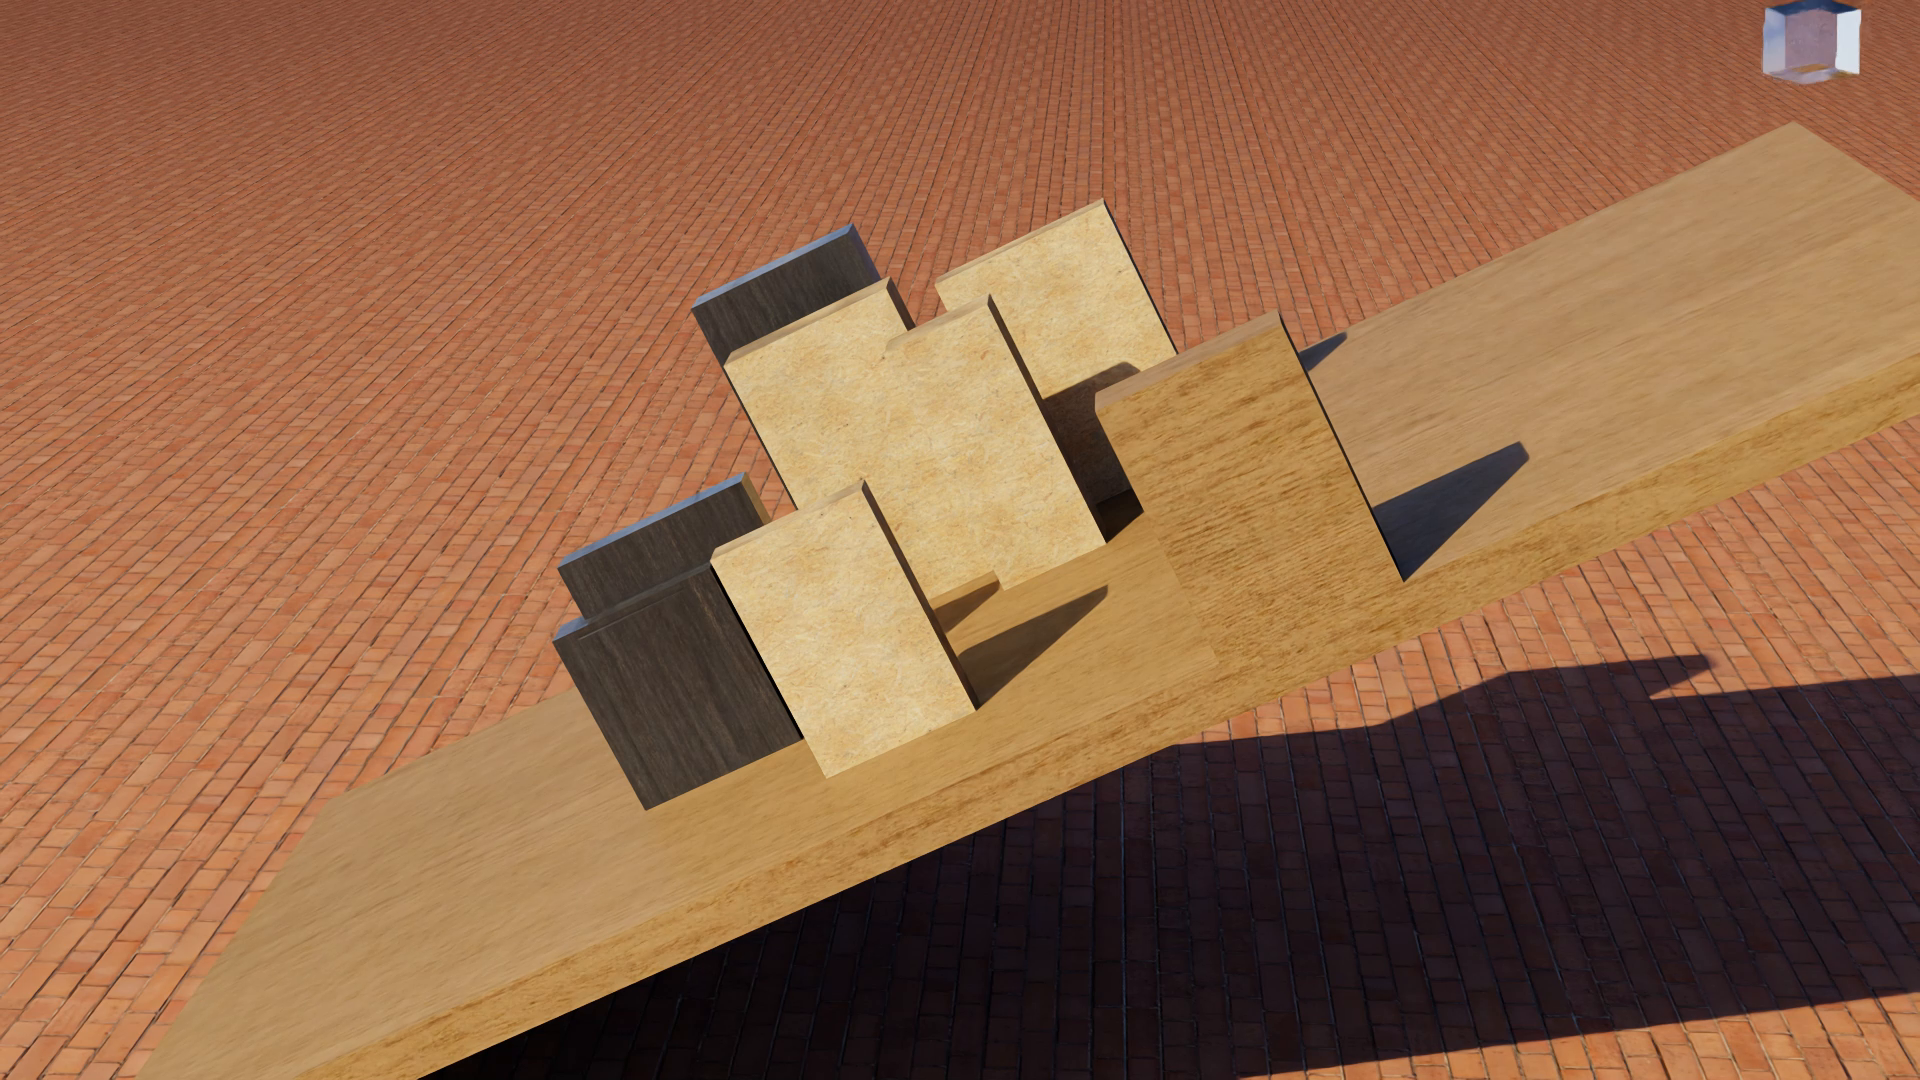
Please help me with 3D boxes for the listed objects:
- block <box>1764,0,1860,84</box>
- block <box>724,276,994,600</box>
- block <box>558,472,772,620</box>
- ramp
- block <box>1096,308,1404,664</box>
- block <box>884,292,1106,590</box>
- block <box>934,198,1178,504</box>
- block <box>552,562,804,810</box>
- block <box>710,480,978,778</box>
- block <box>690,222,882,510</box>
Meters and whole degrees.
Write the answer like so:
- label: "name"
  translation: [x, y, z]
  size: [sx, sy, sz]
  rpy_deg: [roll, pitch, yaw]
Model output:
- label: "block"
  translation: [1.597, -0.934, 5.513]
  size: [0.124, 0.124, 0.124]
  rpy_deg: [5, -5, -37]
- label: "block"
  translation: [-0.187, -0.192, 6.573]
  size: [0.400, 0.676, 0.141]
  rpy_deg: [-25, 14, 10]
- label: "block"
  translation: [-0.514, 0.189, 6.083]
  size: [0.427, 0.533, 0.083]
  rpy_deg: [-25, 14, 10]
- label: "ramp"
  translation: [0.138, 0.168, 6.281]
  size: [4.000, 0.100, 2.000]
  rpy_deg: [-25, 14, 10]
- label: "block"
  translation: [0.512, -0.093, 5.215]
  size: [0.355, 0.515, 0.138]
  rpy_deg: [-25, 14, 10]
- label: "block"
  translation: [0.080, -0.211, 6.340]
  size: [0.244, 0.581, 0.132]
  rpy_deg: [-25, 14, 10]
- label: "block"
  translation: [0.267, -0.400, 6.623]
  size: [0.417, 0.612, 0.083]
  rpy_deg: [-25, 14, 10]
- label: "block"
  translation: [-0.577, 0.294, 6.077]
  size: [0.366, 0.409, 0.110]
  rpy_deg: [-25, 14, 10]
- label: "block"
  translation: [-0.221, 0.173, 5.673]
  size: [0.324, 0.490, 0.081]
  rpy_deg: [-25, 14, 10]
- label: "block"
  translation: [-0.265, -0.301, 6.917]
  size: [0.410, 0.775, 0.132]
  rpy_deg: [-25, 14, 10]
